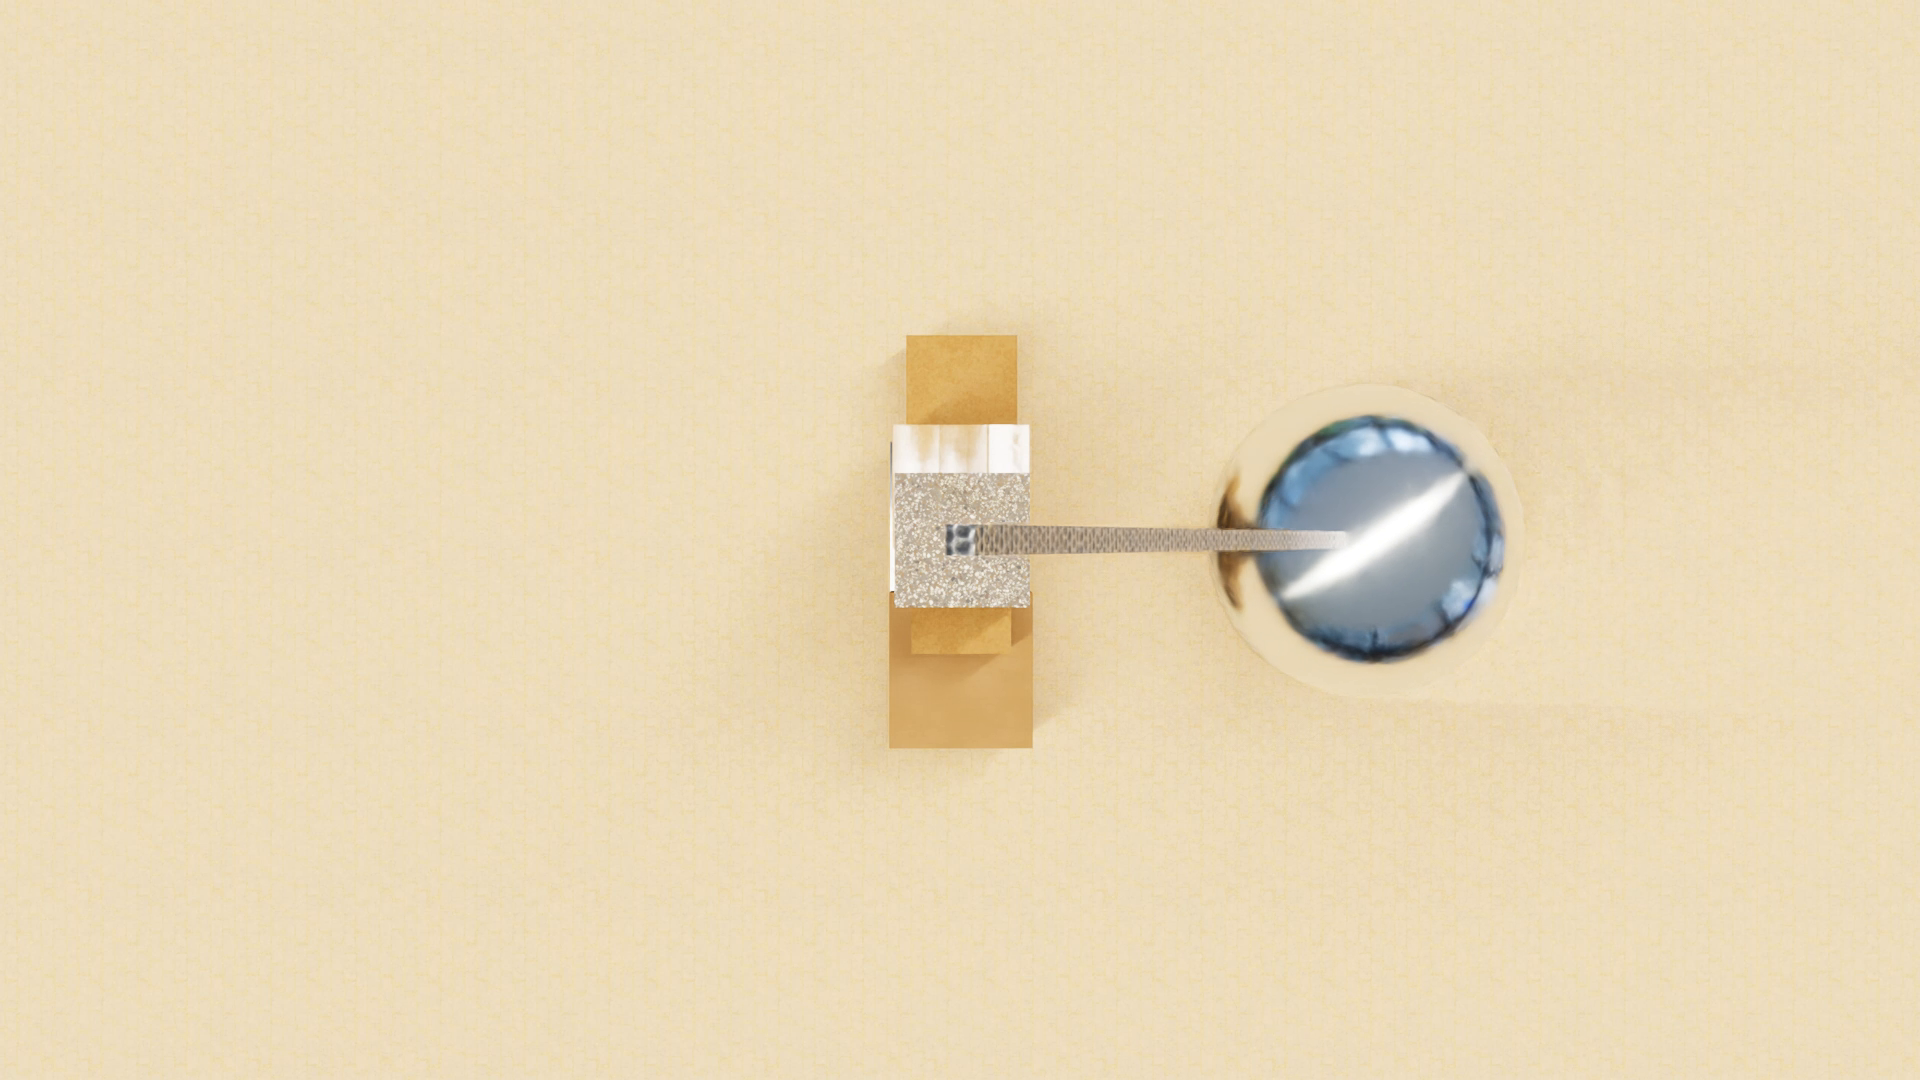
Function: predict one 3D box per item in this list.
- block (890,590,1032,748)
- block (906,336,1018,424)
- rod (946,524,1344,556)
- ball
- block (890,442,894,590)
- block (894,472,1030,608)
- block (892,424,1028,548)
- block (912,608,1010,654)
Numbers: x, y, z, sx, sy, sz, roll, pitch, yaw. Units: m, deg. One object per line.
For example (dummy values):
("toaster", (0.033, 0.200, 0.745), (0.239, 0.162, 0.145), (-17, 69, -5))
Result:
("block", (0.005, 0.721, 12.573), (0.793, 0.854, 0.861), (0, 90, 0))
("block", (0.010, -0.853, 12.684), (0.624, 0.633, 0.598), (0, 90, 0))
("rod", (0.899, 0.000, 8.069), (0.080, 5.200, 0.080), (0, 90, 20))
("ball", (2.074, 0.000, 11.260), (1.600, 1.600, 1.600), (0, 90, 0))
("block", (-0.014, -0.131, 12.589), (0.745, 0.822, 0.824), (0, 90, 0))
("block", (0.011, 0.000, 11.078), (0.660, 0.724, 0.656), (0, 90, 0))
("block", (0.003, -0.276, 11.809), (0.711, 0.738, 0.646), (0, 90, 0))
("block", (0.006, 0.328, 11.861), (0.525, 0.572, 0.542), (0, 90, 0))
